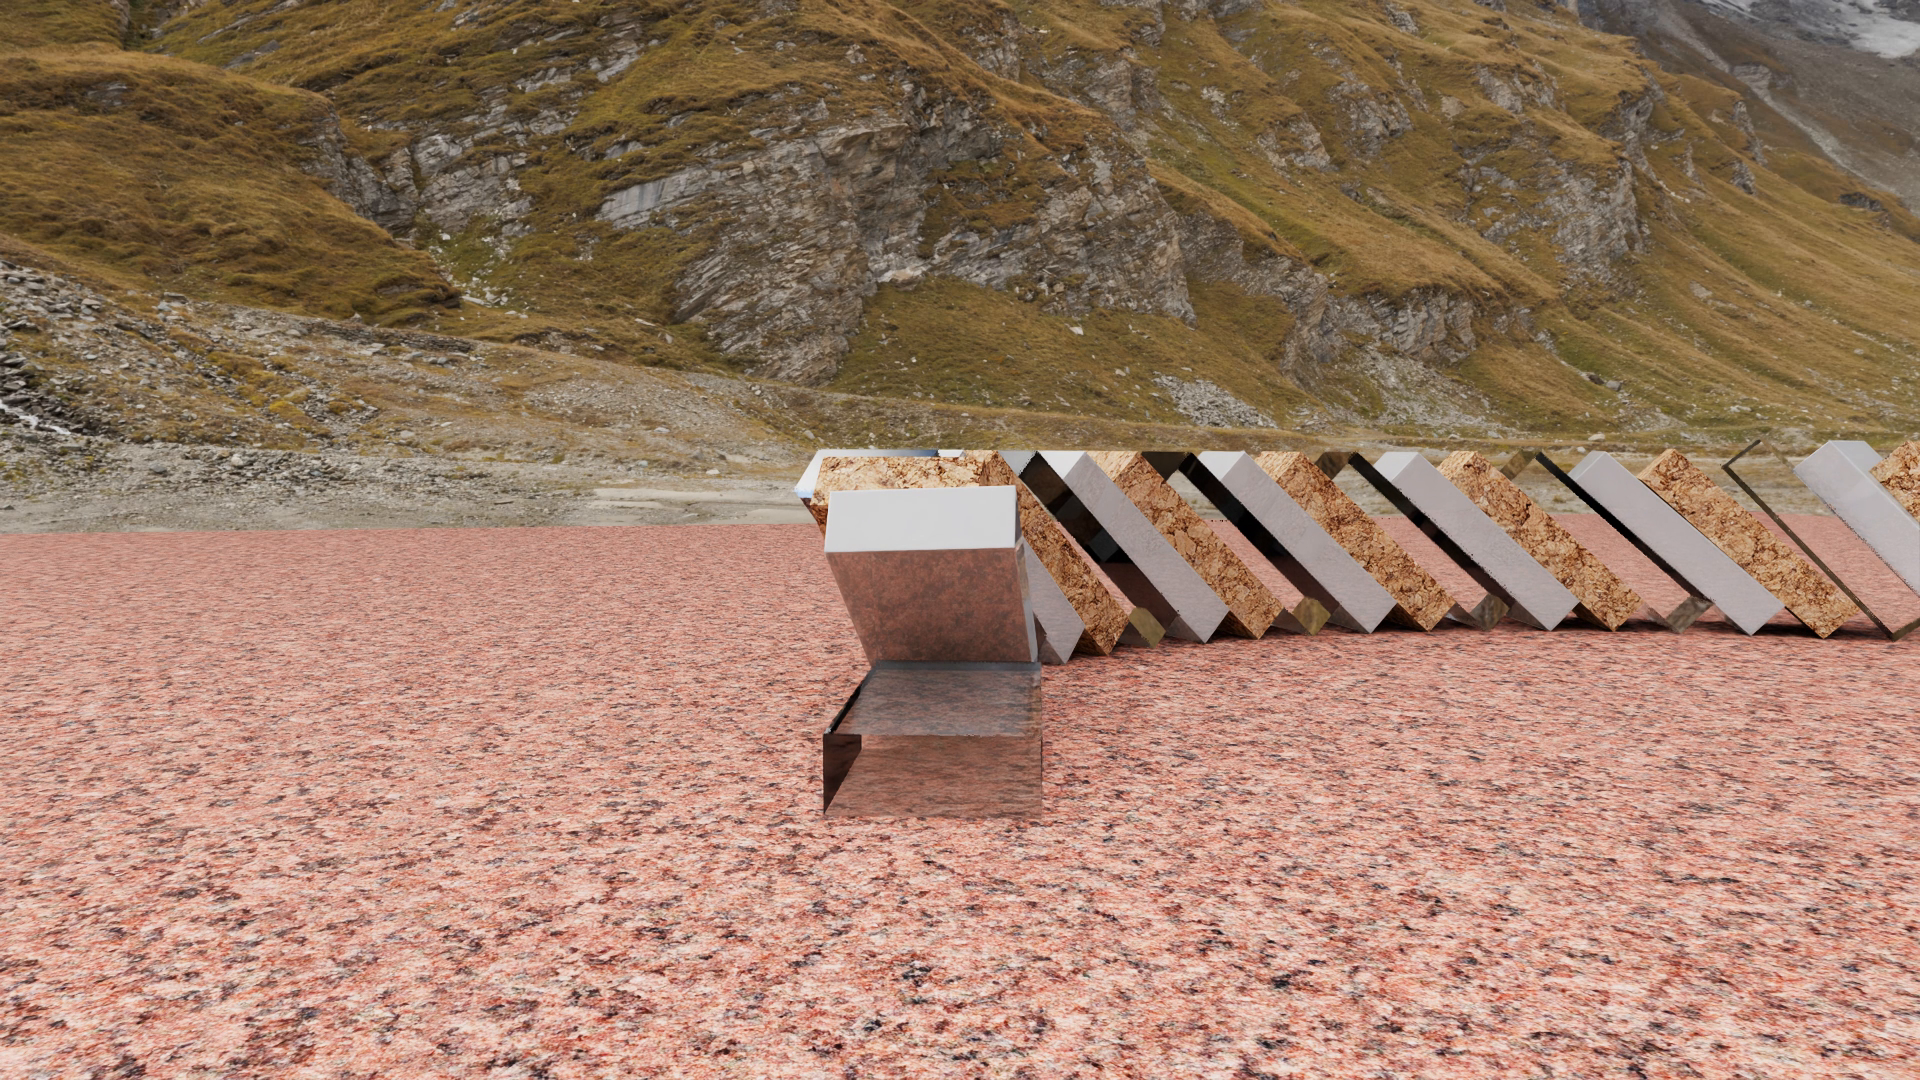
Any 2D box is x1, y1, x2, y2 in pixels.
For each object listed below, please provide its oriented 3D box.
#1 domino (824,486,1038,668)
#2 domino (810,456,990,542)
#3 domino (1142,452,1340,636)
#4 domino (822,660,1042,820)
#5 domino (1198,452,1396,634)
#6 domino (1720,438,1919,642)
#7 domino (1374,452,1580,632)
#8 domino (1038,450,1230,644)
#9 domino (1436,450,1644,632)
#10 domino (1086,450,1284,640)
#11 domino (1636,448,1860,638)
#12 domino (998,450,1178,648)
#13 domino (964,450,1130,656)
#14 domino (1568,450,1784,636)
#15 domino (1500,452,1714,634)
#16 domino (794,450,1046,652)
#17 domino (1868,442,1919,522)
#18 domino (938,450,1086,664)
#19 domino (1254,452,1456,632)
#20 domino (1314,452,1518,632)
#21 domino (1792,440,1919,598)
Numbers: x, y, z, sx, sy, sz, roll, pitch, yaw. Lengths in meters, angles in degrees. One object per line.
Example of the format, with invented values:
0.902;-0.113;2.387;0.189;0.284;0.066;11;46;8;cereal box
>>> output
-0.002;0.010;0.190;0.025;0.010;0.050;-2;-30;6;domino
-0.005;0.007;0.209;0.025;0.010;0.050;1;-38;13;domino
0.060;0.000;0.290;0.050;0.009;0.025;43;-8;-15;domino
-0.002;0.025;0.171;0.025;0.010;0.050;0;4;3;domino
0.075;0.000;0.295;0.050;0.009;0.025;42;-4;-11;domino
0.197;-0.001;0.291;0.010;0.050;0.025;-46;-22;29;domino
0.119;0.000;0.303;0.050;0.009;0.025;42;5;-1;domino
0.033;0.001;0.276;0.050;0.009;0.025;45;-15;-22;domino
0.135;-0.001;0.303;0.050;0.009;0.025;43;9;4;domino
0.046;0.001;0.284;0.050;0.009;0.025;44;-11;-18;domino
0.180;0.000;0.296;0.050;0.010;0.025;47;21;15;domino
0.021;0.002;0.267;0.050;0.009;0.025;47;-21;-26;domino
0.010;0.003;0.256;0.025;0.009;0.050;5;-37;50;domino
0.165;0.000;0.300;0.050;0.009;0.025;45;17;11;domino
0.150;0.000;0.302;0.050;0.009;0.025;44;12;7;domino
-0.006;0.005;0.229;0.025;0.010;0.050;3;-39;34;domino
0.222;0.001;0.273;0.025;0.050;0.009;-2;-38;-30;domino
0.001;0.004;0.243;0.025;0.009;0.050;4;-38;42;domino
0.089;0.000;0.299;0.050;0.010;0.025;42;-1;-8;domino
0.104;0.000;0.302;0.050;0.010;0.025;42;3;-3;domino
0.211;0.000;0.284;0.025;0.050;0.009;-4;-37;-40;domino
